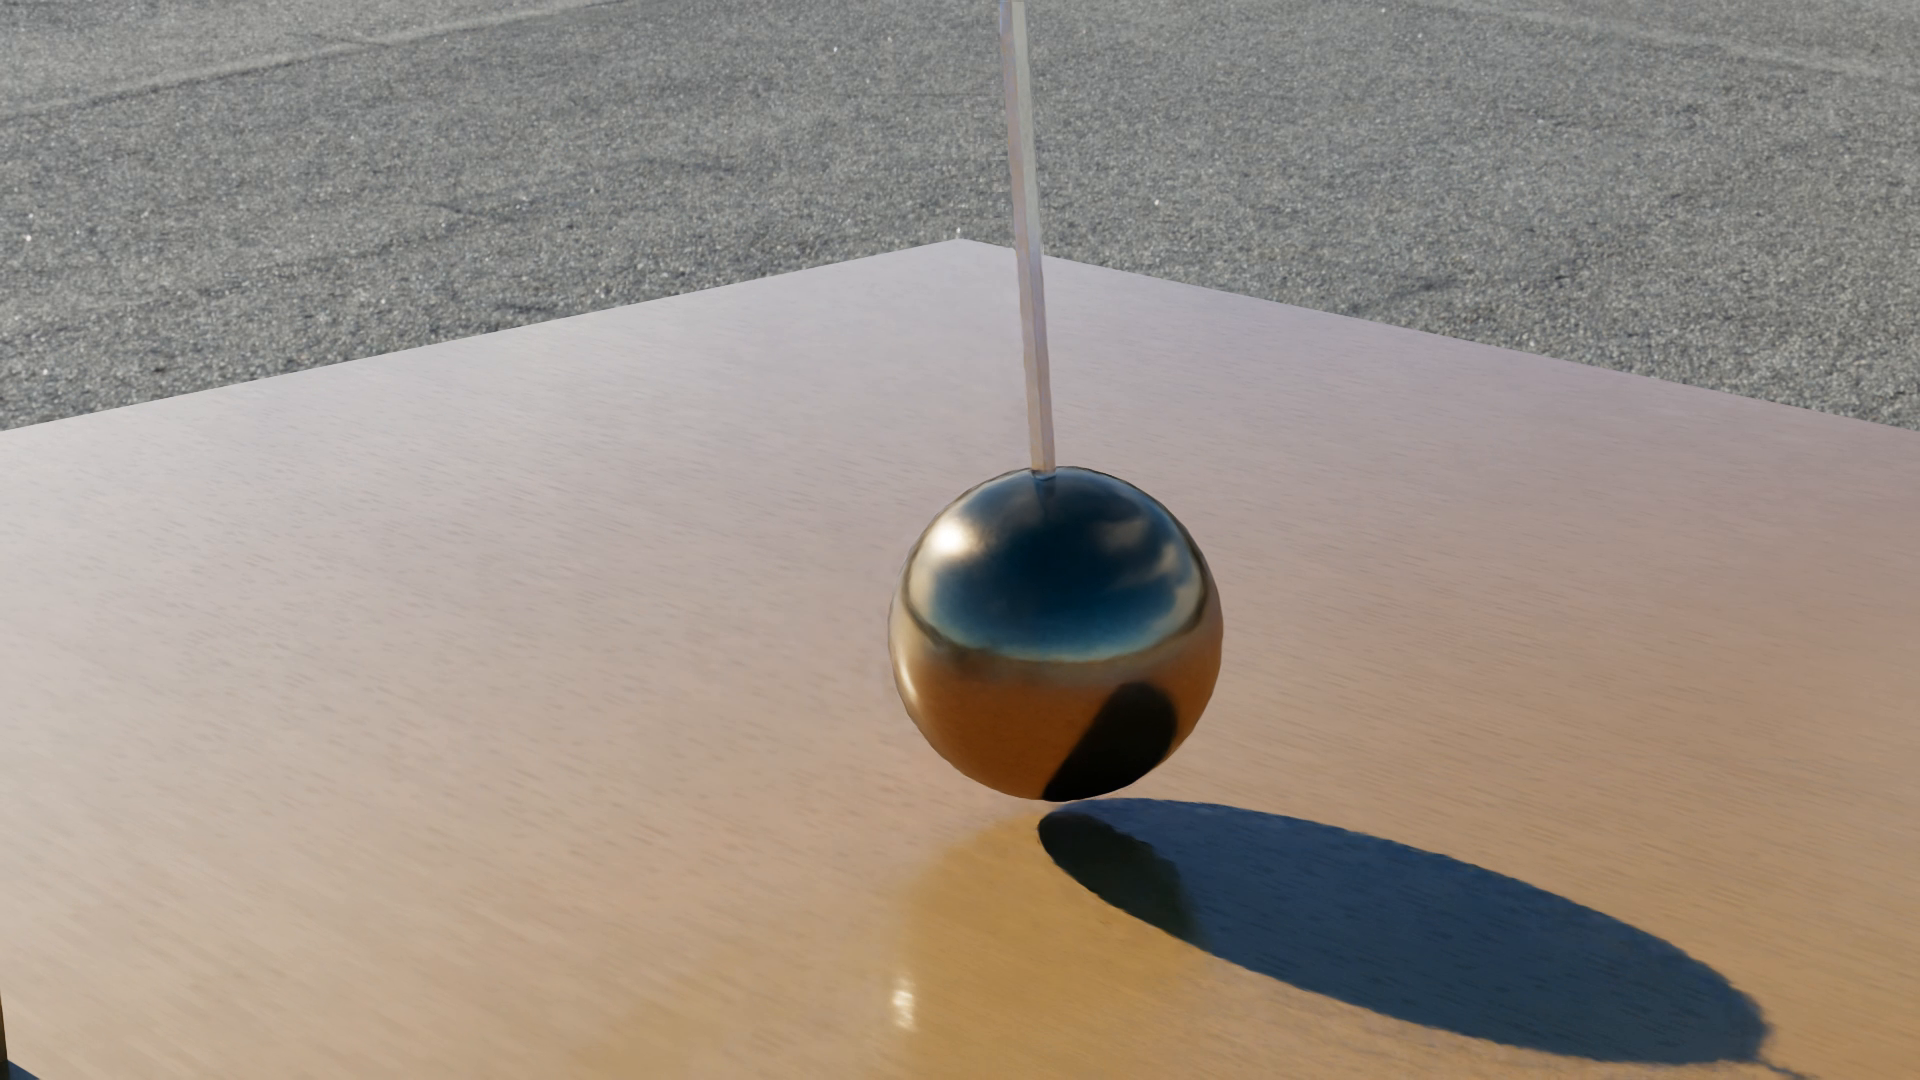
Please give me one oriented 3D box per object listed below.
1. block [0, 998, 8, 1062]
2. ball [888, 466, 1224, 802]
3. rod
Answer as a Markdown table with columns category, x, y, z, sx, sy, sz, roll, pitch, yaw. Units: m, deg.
| category | x | y | z | sx | sy | sz | roll | pitch | yaw |
| --- | --- | --- | --- | --- | --- | --- | --- | --- | --- |
| block | -4.304 | 1.701 | 11.611 | 0.745 | 0.792 | 0.649 | 15 | 23 | 39 |
| ball | 0.454 | 0.443 | 13.956 | 1.600 | 1.600 | 1.600 | 0 | 17 | 0 |
| rod | 0.197 | -2.705 | 12.698 | 0.080 | 5.200 | 0.080 | 17 | 30 | 42 |
